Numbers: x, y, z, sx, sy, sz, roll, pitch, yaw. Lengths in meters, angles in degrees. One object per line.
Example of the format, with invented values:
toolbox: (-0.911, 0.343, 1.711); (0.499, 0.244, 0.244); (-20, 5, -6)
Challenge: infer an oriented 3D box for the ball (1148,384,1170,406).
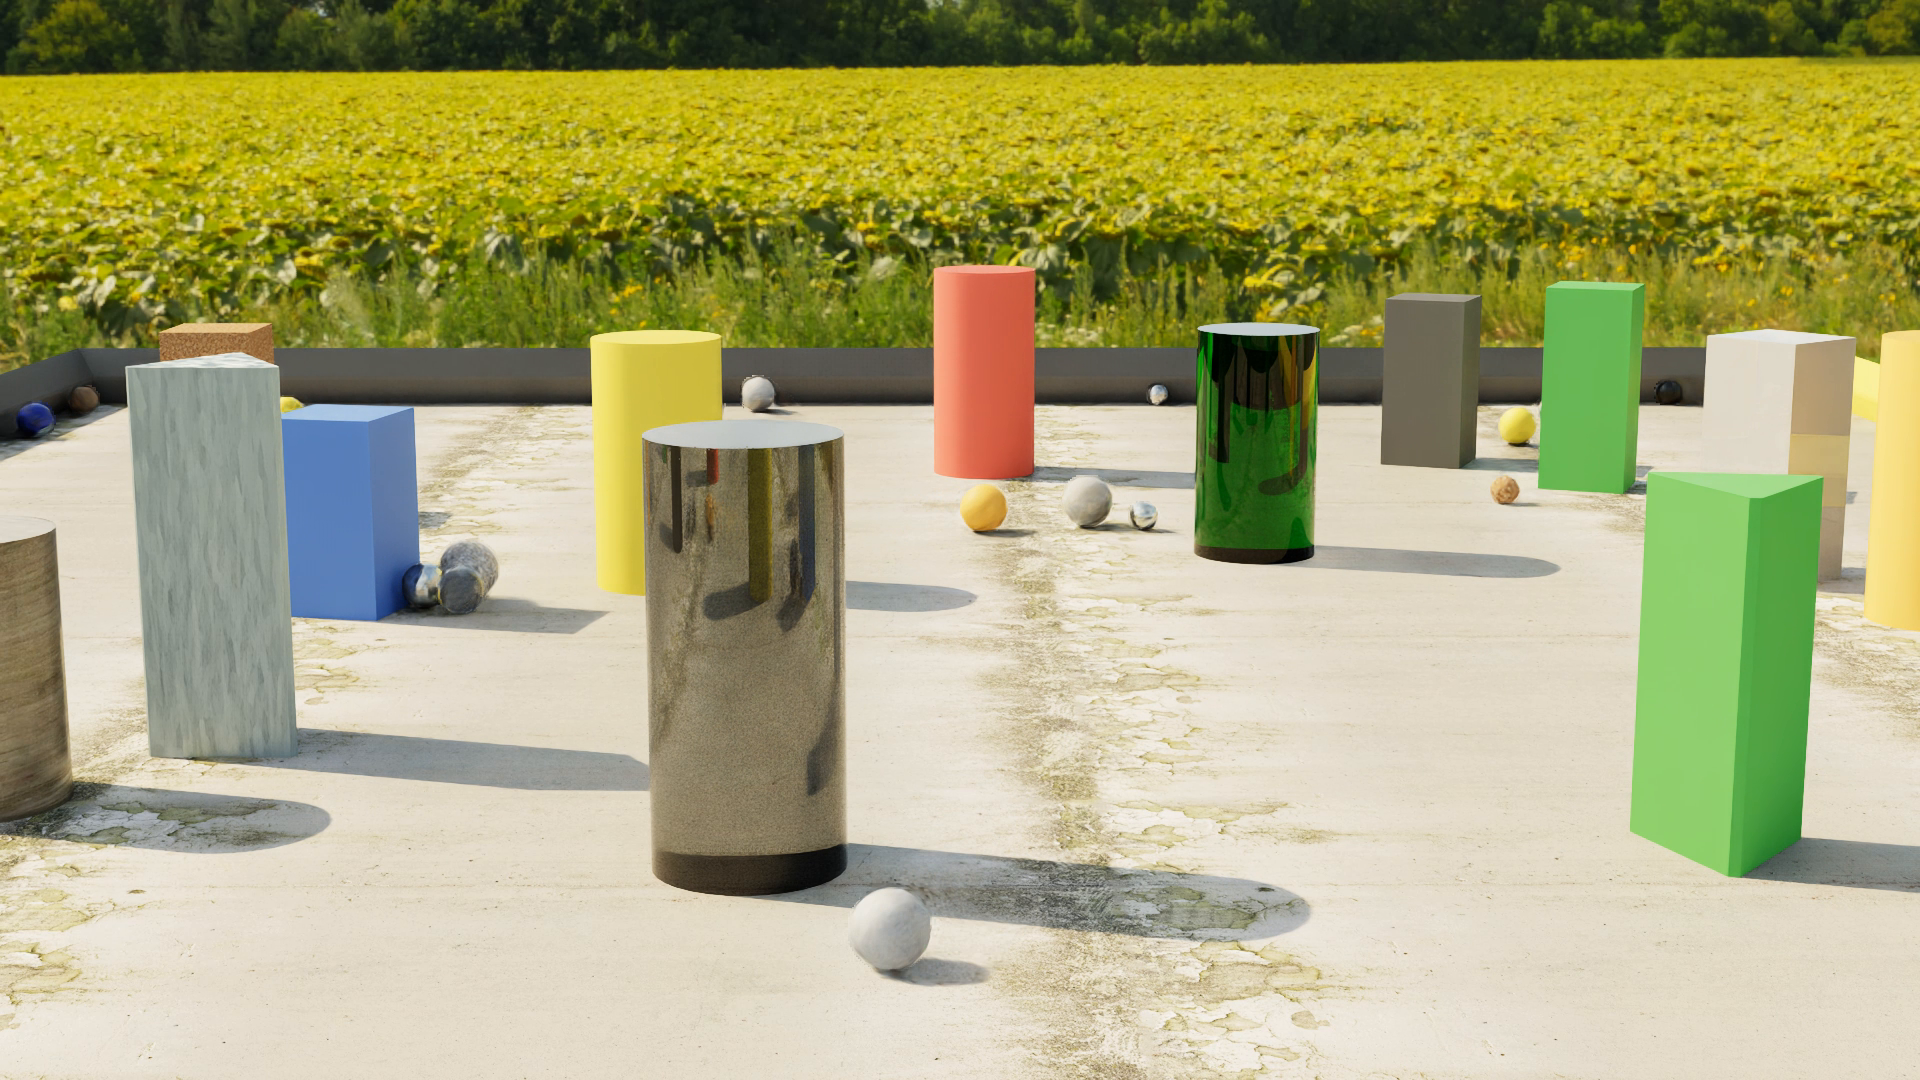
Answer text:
ball: (0.422, -0.309, 5.446); (0.047, 0.047, 0.047); (0, 11, 0)

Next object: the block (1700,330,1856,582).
block: (1.151, -0.117, 3.627); (0.143, 0.342, 0.143); (-8, 13, -37)

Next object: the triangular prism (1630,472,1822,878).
triangular prism: (0.694, 0.115, 2.380); (0.134, 0.347, 0.155); (8, 14, 38)

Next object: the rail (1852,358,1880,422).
rail: (1.844, 0.028, 3.460); (0.045, 0.116, 4.145); (0, 11, 0)

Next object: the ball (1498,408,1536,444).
ball: (1.063, -0.216, 4.895); (0.069, 0.069, 0.069); (0, 11, 0)

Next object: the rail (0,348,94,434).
rail: (-1.844, 0.032, 3.440); (0.045, 0.116, 4.145); (0, 11, 0)

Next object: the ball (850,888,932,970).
ball: (-0.056, 0.315, 2.076); (0.066, 0.066, 0.066); (0, 11, 0)

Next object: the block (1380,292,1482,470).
block: (0.857, -0.292, 4.668); (0.143, 0.300, 0.143); (5, 12, 23)

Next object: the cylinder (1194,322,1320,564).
cylinder: (0.438, -0.145, 3.797); (0.179, 0.335, 0.179); (0, 11, 0)

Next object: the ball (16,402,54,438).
ball: (-1.796, -0.232, 4.981); (0.068, 0.068, 0.068); (0, 11, 0)

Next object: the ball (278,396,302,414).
ball: (-1.355, -0.262, 5.173); (0.055, 0.055, 0.055); (0, 11, 0)

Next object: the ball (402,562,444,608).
ball: (-0.716, 0.061, 3.436); (0.062, 0.062, 0.062); (0, 11, 0)

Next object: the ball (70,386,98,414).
ball: (-1.818, -0.290, 5.323); (0.057, 0.057, 0.057); (0, 11, 0)

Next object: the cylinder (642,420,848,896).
cylinder: (-0.192, 0.101, 2.311); (0.179, 0.398, 0.179); (0, 11, 0)

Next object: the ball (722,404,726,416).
ball: (-0.499, -0.264, 5.224); (0.041, 0.041, 0.041); (0, 11, 0)

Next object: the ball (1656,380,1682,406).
ball: (1.505, -0.312, 5.444); (0.054, 0.054, 0.054); (0, 11, 0)

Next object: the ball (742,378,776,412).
ball: (-0.421, -0.304, 5.353); (0.071, 0.071, 0.071); (0, 11, 0)

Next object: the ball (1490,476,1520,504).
ball: (0.901, -0.083, 4.243); (0.047, 0.047, 0.047); (0, 11, 0)

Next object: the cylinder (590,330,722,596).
cylinder: (-0.420, -0.110, 3.578); (0.179, 0.347, 0.179); (0, 11, 0)

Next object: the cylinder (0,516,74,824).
cylinder: (-0.975, 0.125, 2.524); (0.179, 0.273, 0.179); (0, 11, 0)

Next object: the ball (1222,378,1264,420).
ball: (0.578, -0.287, 5.225); (0.085, 0.085, 0.085); (0, 11, 0)

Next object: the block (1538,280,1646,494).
block: (1.084, -0.264, 4.403); (0.143, 0.344, 0.143); (4, 12, 22)

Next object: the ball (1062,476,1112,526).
ball: (0.201, -0.061, 4.039); (0.079, 0.079, 0.079); (0, 11, 0)

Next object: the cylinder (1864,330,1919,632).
cylinder: (1.283, -0.078, 3.340); (0.179, 0.372, 0.179); (0, 11, 0)

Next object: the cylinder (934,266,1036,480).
cylinder: (0.043, -0.300, 4.550); (0.179, 0.360, 0.179); (0, 11, 0)

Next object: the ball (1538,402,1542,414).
ball: (1.200, -0.266, 5.229); (0.043, 0.043, 0.043); (0, 11, 0)

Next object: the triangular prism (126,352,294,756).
triangular prism: (-0.779, 0.013, 2.740); (0.155, 0.413, 0.134); (0, 11, 1)

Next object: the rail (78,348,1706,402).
rail: (-0.012, -0.348, 5.464); (3.736, 0.116, 0.045); (0, 11, 0)

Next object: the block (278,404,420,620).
block: (-0.820, -0.039, 3.423); (0.143, 0.264, 0.143); (2, 11, 12)

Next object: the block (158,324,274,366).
block: (-1.196, -0.194, 4.153); (0.143, 0.299, 0.143); (0, 11, -1)

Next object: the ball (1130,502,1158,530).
ball: (0.288, -0.037, 4.006); (0.044, 0.044, 0.044); (0, 11, 0)

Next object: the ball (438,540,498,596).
ball: (-0.668, 0.041, 3.487); (0.082, 0.082, 0.082); (0, 11, 0)

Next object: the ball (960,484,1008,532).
ball: (0.037, -0.049, 3.991); (0.074, 0.074, 0.074); (0, 11, 0)

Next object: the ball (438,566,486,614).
ball: (-0.662, 0.067, 3.405); (0.063, 0.063, 0.063); (0, 11, 0)
